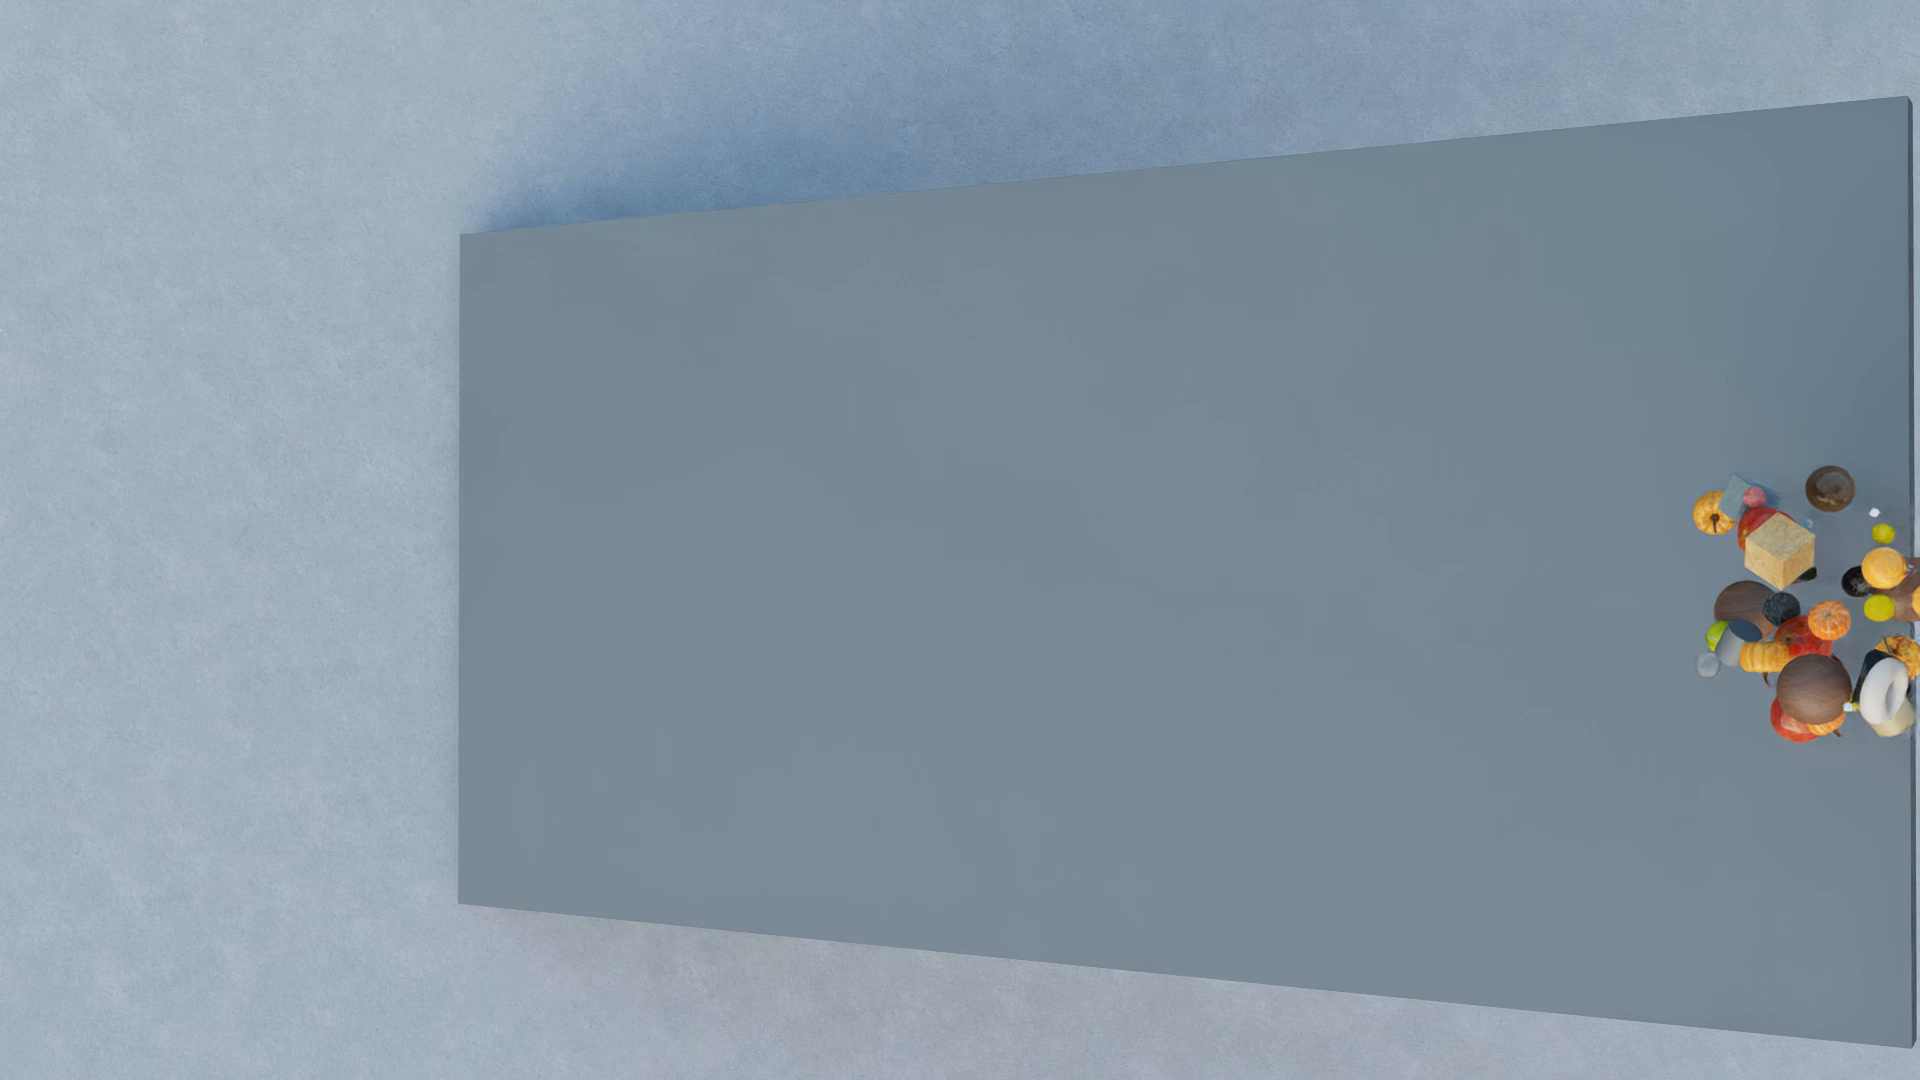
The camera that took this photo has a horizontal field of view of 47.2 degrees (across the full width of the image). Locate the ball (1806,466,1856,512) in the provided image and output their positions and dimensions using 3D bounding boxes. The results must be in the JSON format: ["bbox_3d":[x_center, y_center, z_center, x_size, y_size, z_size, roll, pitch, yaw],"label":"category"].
[{"bbox_3d":[1.744,-0.102,4.406,0.095,0.095,0.095,0,89,0],"label":"ball"}]

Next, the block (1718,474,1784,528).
[{"bbox_3d":[1.574,-0.075,4.379,0.076,0.076,0.076,16,109,-12],"label":"block"}]

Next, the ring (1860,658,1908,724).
[{"bbox_3d":[1.576,0.258,3.751,0.118,0.039,0.118,-17,117,-38],"label":"ring"}]

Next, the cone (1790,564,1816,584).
[{"bbox_3d":[1.605,0.070,4.237,0.060,0.060,0.060,9,53,-12],"label":"cone"}]

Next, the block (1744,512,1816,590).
[{"bbox_3d":[1.558,0.021,4.178,0.087,0.087,0.087,-36,49,-14],"label":"block"}]

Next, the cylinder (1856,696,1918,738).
[{"bbox_3d":[1.671,0.300,3.972,0.080,0.080,0.080,-39,103,0],"label":"cylinder"}]

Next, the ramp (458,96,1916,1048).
[{"bbox_3d":[0.272,0.076,5.635,4.000,0.100,2.000,0,89,29],"label":"ramp"}]

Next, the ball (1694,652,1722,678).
[{"bbox_3d":[1.535,0.257,4.514,0.053,0.053,0.053,0,89,0],"label":"ball"}]

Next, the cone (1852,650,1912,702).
[{"bbox_3d":[1.626,0.265,3.932,0.098,0.098,0.098,15,48,-18],"label":"cone"}]

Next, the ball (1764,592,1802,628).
[{"bbox_3d":[1.627,0.138,4.351,0.070,0.070,0.070,0,89,0],"label":"ball"}]

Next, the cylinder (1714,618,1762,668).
[{"bbox_3d":[1.542,0.204,4.355,0.069,0.069,0.069,14,129,0],"label":"cylinder"}]
